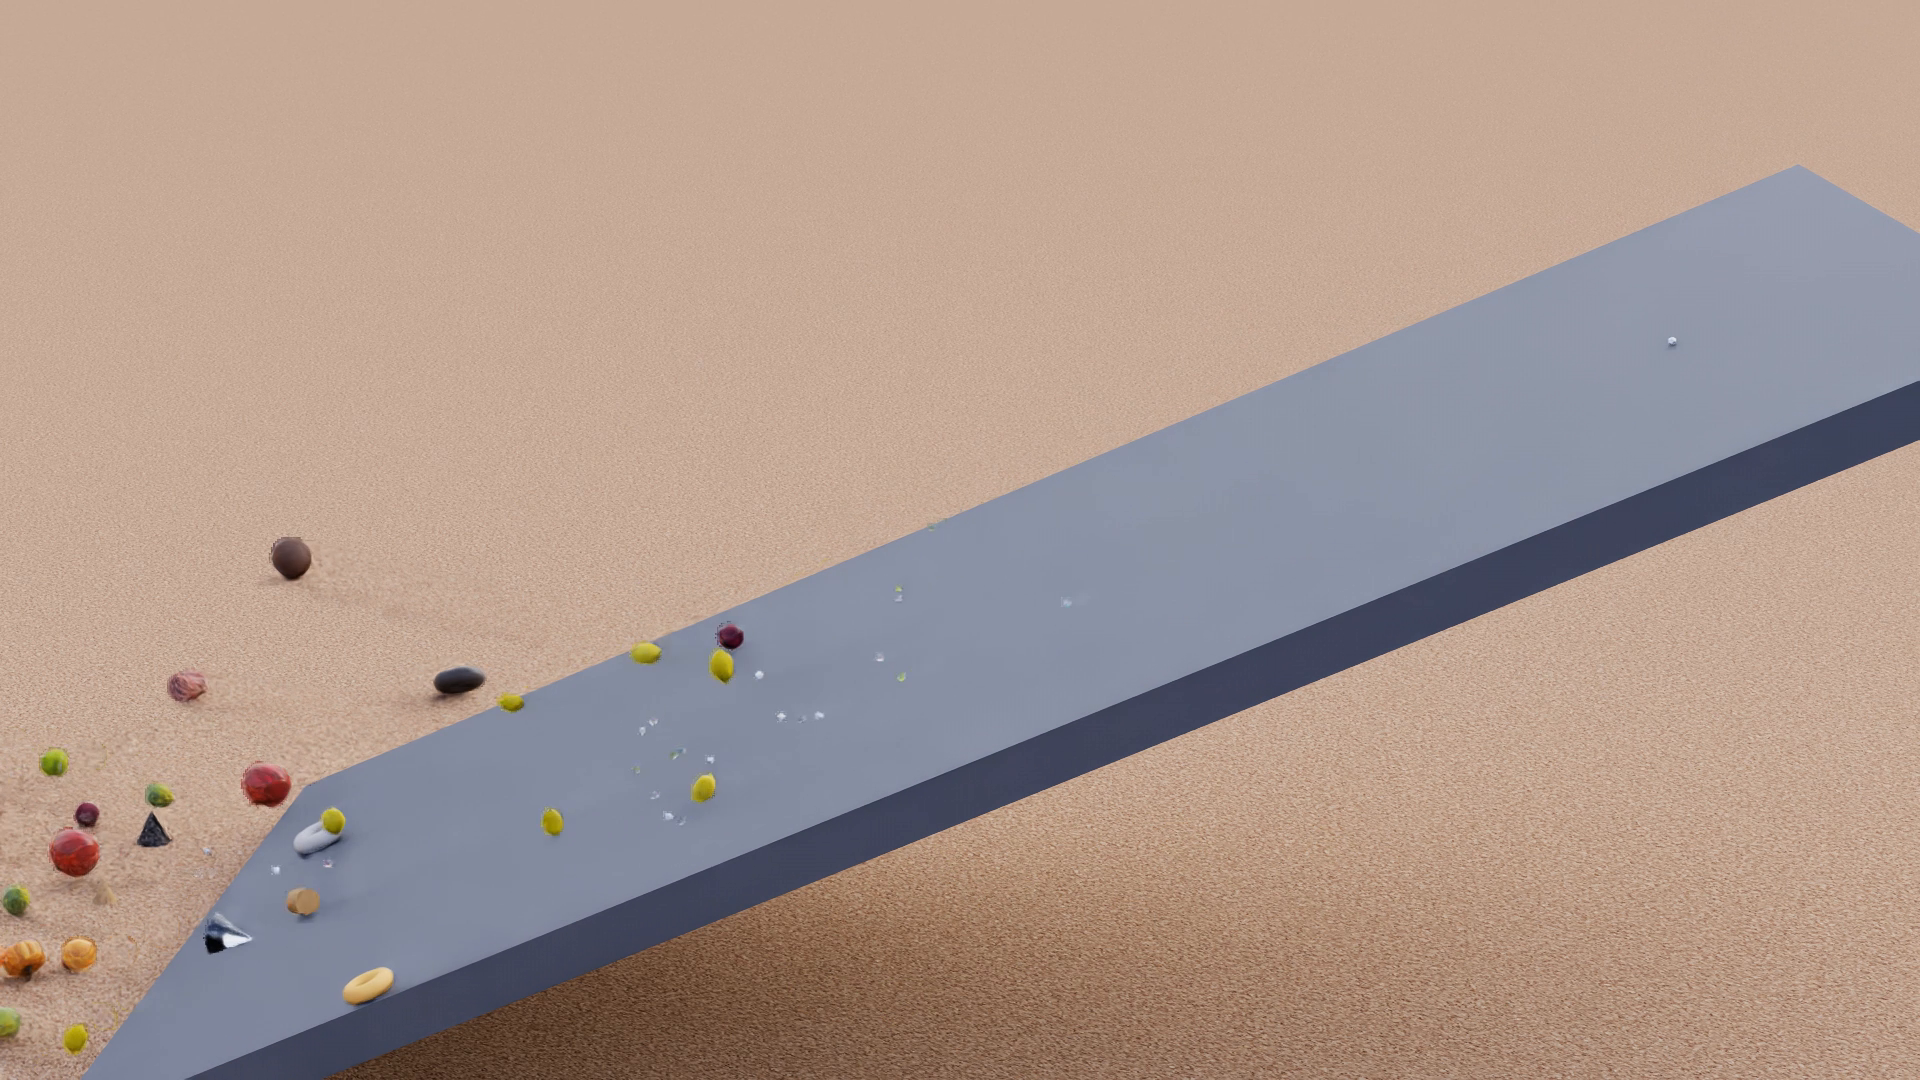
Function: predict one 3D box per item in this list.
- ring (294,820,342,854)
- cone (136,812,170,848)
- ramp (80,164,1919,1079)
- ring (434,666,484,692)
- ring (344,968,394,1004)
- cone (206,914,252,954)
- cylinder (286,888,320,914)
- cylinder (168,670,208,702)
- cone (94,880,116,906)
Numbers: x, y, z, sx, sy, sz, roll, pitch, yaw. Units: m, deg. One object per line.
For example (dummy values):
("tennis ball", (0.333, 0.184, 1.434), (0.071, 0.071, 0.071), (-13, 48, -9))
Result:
("ring", (-1.496, 0.691, 6.849), (0.118, 0.039, 0.118), (-21, 17, 7))
("cone", (-2.026, 0.718, 7.382), (0.083, 0.083, 0.083), (0, 15, 0))
("ramp", (0.131, 0.171, 6.285), (4.000, 0.100, 2.000), (-23, 13, 8))
("ring", (-1.451, 0.405, 8.522), (0.148, 0.049, 0.148), (-11, -16, -3))
("ring", (-1.115, 0.841, 5.547), (0.101, 0.034, 0.101), (-22, 13, 5))
("cone", (-1.557, 0.851, 6.309), (0.088, 0.088, 0.088), (6, 16, 11))
("cylinder", (-1.408, 0.774, 6.303), (0.055, 0.055, 0.055), (-10, 1, -33))
("cylinder", (-2.233, 0.422, 8.506), (0.077, 0.077, 0.077), (7, 16, 24))
("cone", (-2.037, 0.833, 7.002), (0.056, 0.056, 0.056), (0, 15, 0))
